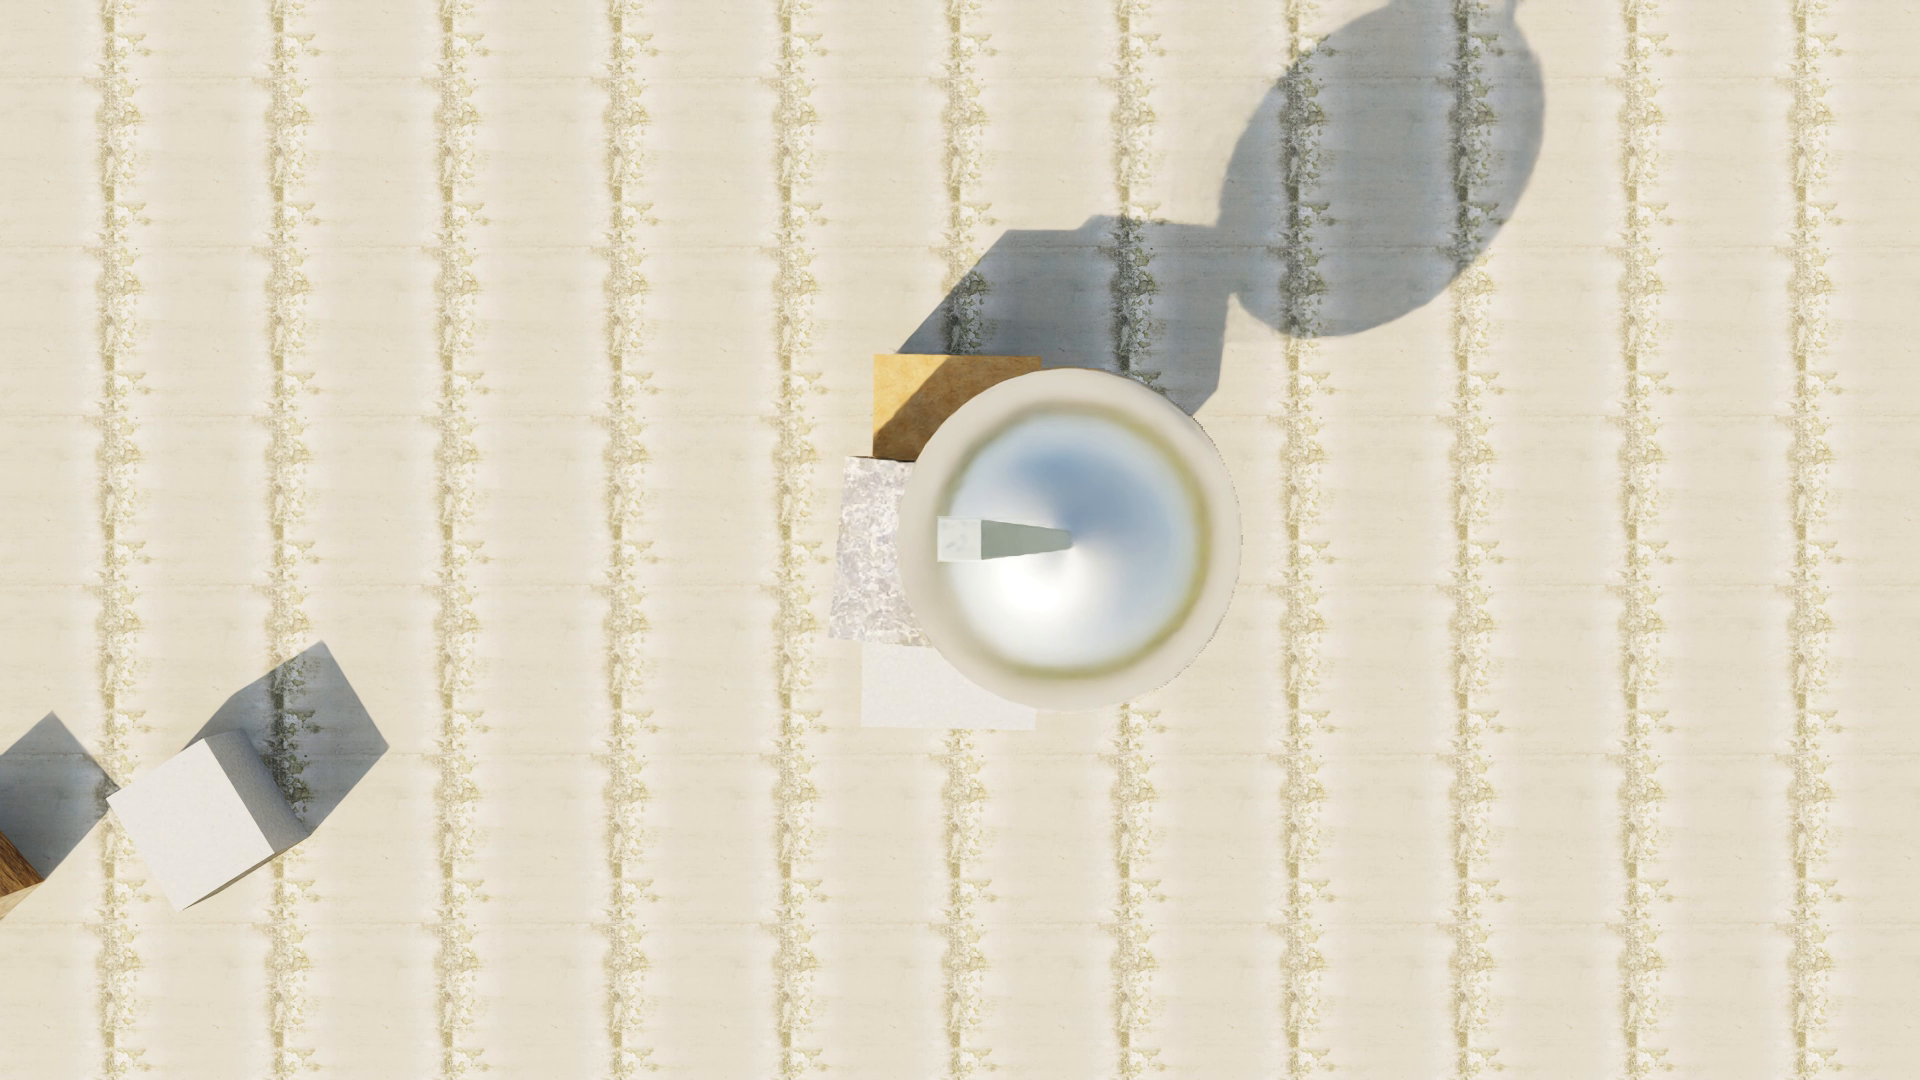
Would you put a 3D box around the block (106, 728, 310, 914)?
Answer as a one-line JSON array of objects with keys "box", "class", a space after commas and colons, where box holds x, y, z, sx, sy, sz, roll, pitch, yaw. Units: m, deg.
[{"box": [-4.318, 1.603, 12.668, 0.642, 0.665, 0.756, -32, 90, 0], "class": "block"}]

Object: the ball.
[{"box": [0.502, 0.000, 10.226, 1.600, 1.600, 1.600, 0, 90, 0], "class": "ball"}]

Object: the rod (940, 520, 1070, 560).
[{"box": [0.217, 0.000, 6.838, 0.080, 5.200, 0.080, 0, 90, 5], "class": "rod"}]

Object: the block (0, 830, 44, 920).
[{"box": [-5.875, 1.991, 12.672, 0.668, 0.656, 0.650, -41, 90, 0], "class": "block"}]

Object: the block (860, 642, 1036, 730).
[{"box": [-0.053, 0.519, 12.490, 0.953, 1.020, 1.015, 1, 90, 0], "class": "block"}]

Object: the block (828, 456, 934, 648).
[{"box": [-0.188, 0.062, 11.542, 0.874, 0.833, 0.925, 6, 92, 0], "class": "block"}]

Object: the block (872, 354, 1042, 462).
[{"box": [-0.019, -0.507, 12.478, 0.913, 1.044, 0.996, 1, 90, 0], "class": "block"}]
